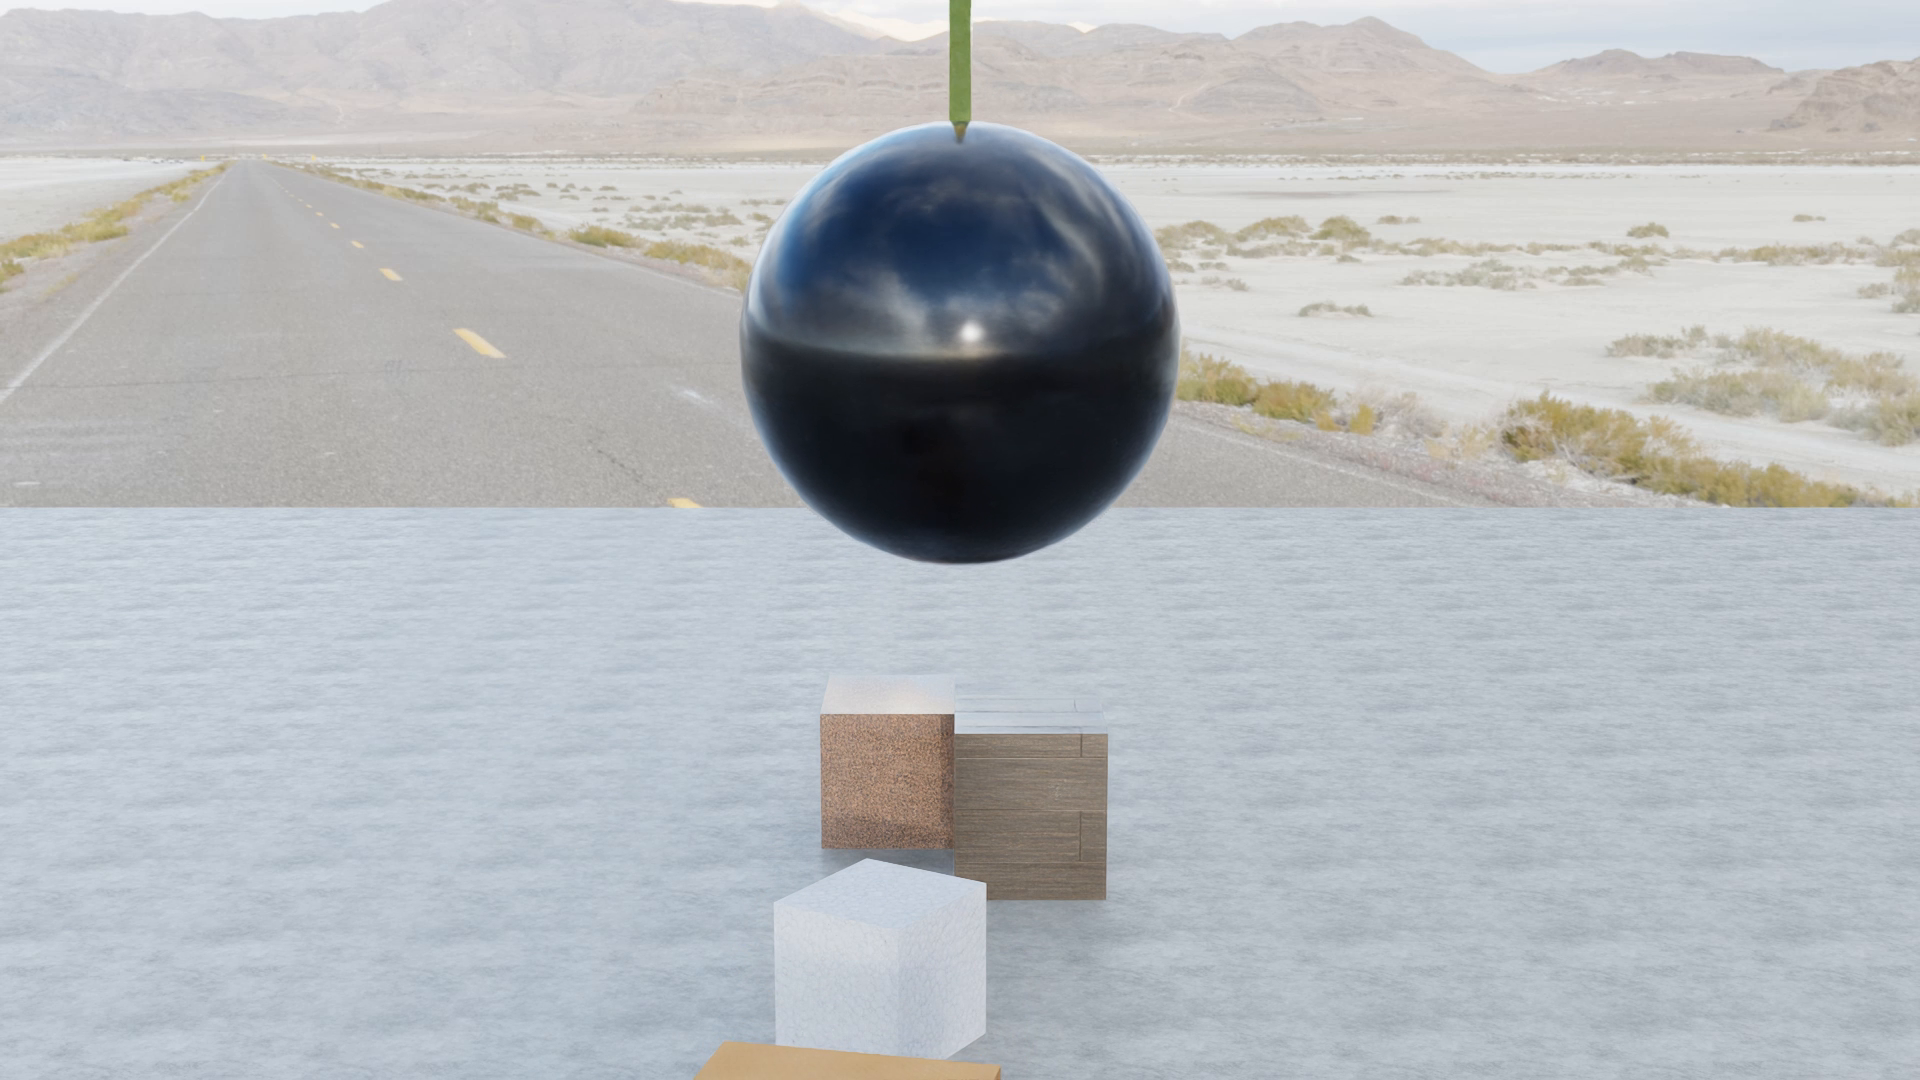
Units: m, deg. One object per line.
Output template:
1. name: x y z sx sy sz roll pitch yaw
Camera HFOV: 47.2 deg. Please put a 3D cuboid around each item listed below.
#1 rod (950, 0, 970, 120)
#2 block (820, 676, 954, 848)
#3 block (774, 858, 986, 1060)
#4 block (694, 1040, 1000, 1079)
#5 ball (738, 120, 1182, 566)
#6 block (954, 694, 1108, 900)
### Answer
1. rod: 0.000 -3.899 9.134 0.080 5.200 0.080 0 -20 0
2. block: -0.361 1.135 11.372 0.668 0.699 0.804 0 10 0
3. block: -0.305 1.677 8.594 0.571 0.625 0.626 6 12 32
4. block: -0.372 1.996 6.317 0.856 0.812 0.706 2 11 12
5. ball: 0.000 -0.706 7.966 1.600 1.600 1.600 0 10 0
6. block: 0.330 1.226 10.571 0.709 0.807 0.718 0 10 0
